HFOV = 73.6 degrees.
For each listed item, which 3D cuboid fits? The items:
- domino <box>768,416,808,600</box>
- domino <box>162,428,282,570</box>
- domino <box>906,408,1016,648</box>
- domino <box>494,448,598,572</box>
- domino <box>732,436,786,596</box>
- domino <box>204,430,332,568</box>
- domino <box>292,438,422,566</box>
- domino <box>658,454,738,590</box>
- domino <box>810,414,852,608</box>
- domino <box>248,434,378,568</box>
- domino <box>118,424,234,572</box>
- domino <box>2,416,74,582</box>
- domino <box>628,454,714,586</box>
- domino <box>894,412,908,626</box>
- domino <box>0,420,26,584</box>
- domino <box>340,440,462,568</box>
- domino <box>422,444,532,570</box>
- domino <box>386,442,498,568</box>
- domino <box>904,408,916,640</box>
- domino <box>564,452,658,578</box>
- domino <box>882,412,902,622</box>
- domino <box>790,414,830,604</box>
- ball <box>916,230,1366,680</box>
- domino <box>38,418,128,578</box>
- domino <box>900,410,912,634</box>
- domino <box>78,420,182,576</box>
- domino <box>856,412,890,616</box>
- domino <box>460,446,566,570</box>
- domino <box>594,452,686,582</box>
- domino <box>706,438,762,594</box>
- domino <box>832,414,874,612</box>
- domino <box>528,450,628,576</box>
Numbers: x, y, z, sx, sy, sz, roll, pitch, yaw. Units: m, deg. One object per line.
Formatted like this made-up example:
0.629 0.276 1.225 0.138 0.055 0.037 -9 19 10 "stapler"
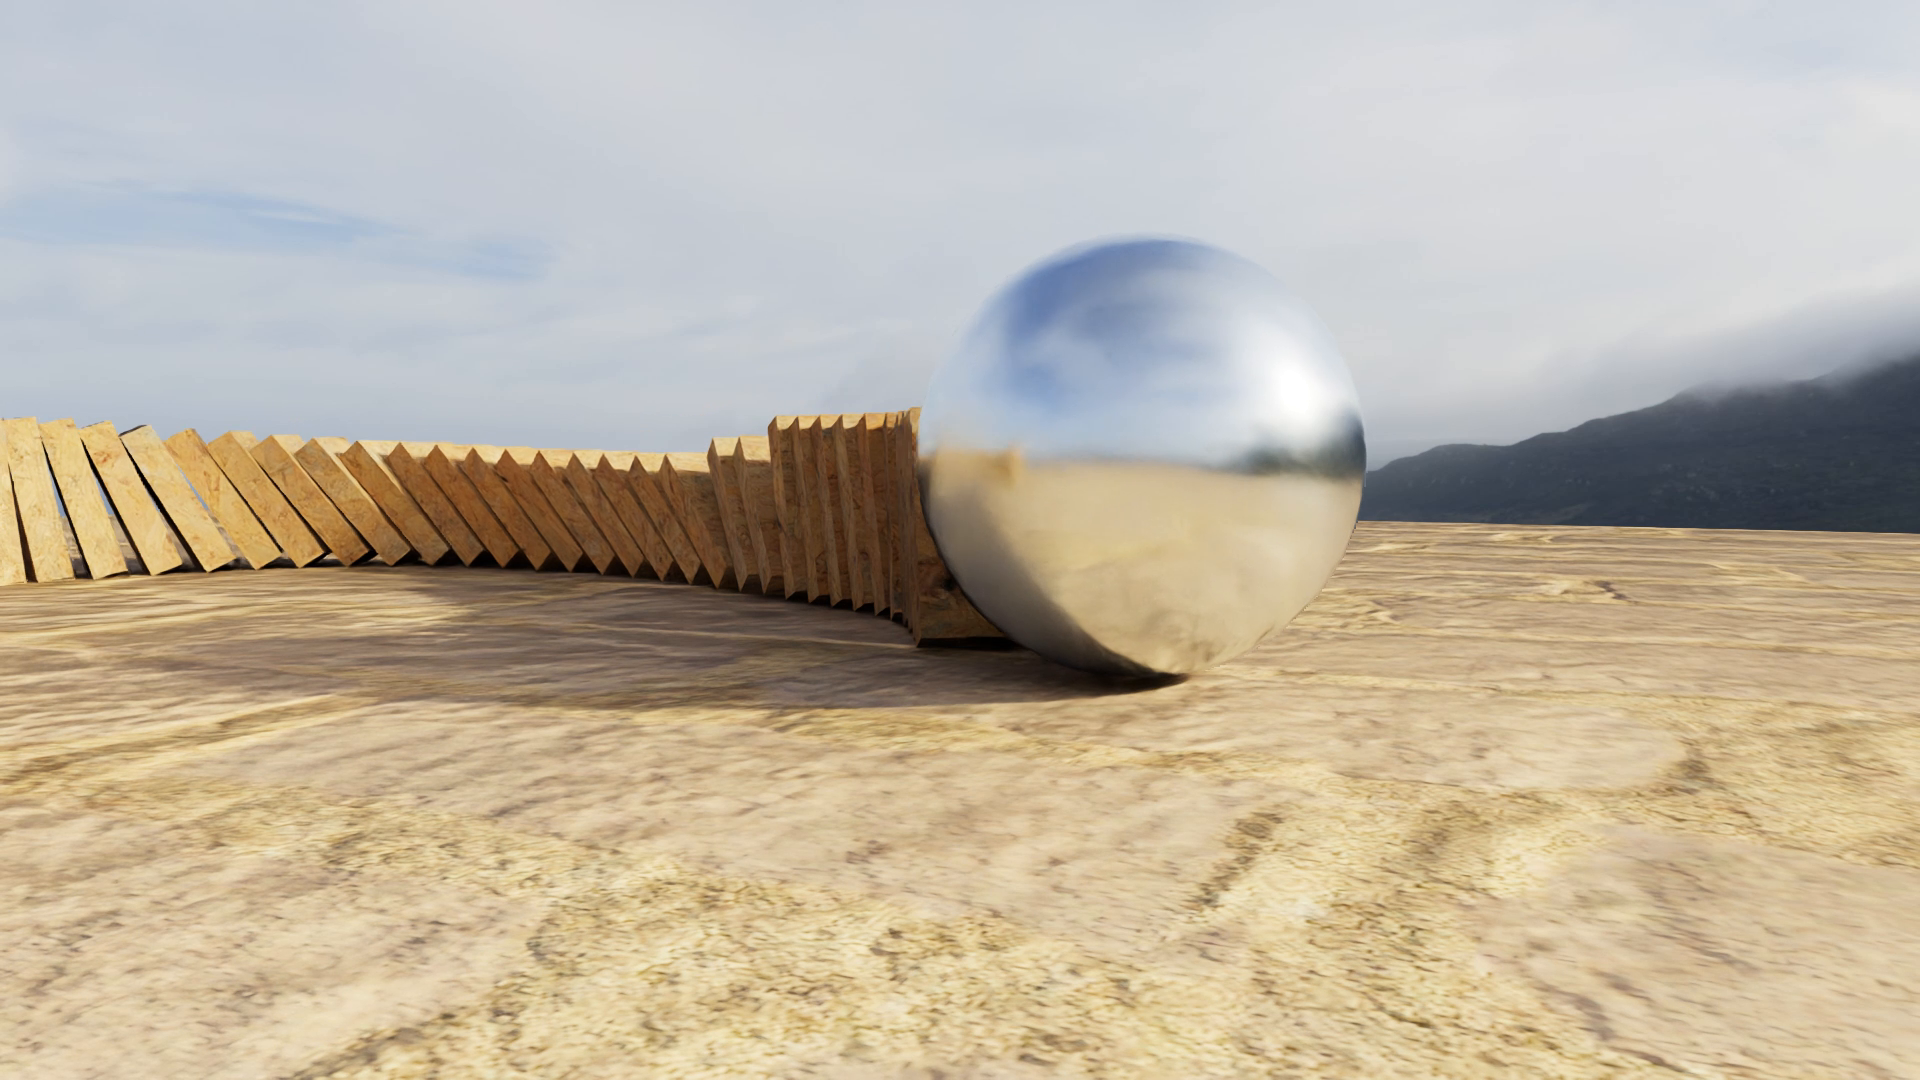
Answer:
-0.038 -0.009 0.357 0.025 0.050 0.010 -2 -15 -25 "domino"
-0.251 -0.014 0.438 0.010 0.050 0.025 -35 19 -21 "domino"
0.002 -0.003 0.273 0.025 0.050 0.010 -1 -16 -9 "domino"
-0.135 -0.011 0.440 0.050 0.010 0.025 48 26 20 "domino"
-0.048 -0.008 0.372 0.025 0.050 0.009 -1 -36 -26 "domino"
-0.238 -0.014 0.446 0.009 0.050 0.025 -35 11 -9 "domino"
-0.210 -0.014 0.454 0.010 0.050 0.025 -40 5 1 "domino"
-0.071 -0.007 0.394 0.025 0.010 0.050 -3 46 -39 "domino"
-0.024 -0.008 0.341 0.025 0.050 0.010 -2 -15 -24 "domino"
-0.224 -0.014 0.451 0.009 0.050 0.025 -38 8 -4 "domino"
-0.262 -0.014 0.428 0.010 0.050 0.025 -35 23 -31 "domino"
-0.292 -0.013 0.401 0.025 0.050 0.010 4 15 44 "domino"
-0.083 -0.007 0.404 0.025 0.010 0.050 -4 46 -42 "domino"
-0.002 -0.005 0.303 0.025 0.050 0.010 -1 -16 -9 "domino"
-0.299 -0.012 0.389 0.025 0.050 0.010 2 10 27 "domino"
-0.194 -0.014 0.456 0.009 0.050 0.025 -41 -2 9 "domino"
-0.164 -0.013 0.452 0.009 0.050 0.025 -46 -14 19 "domino"
-0.178 -0.013 0.456 0.009 0.050 0.025 -43 -10 17 "domino"
0.001 -0.004 0.283 0.025 0.050 0.009 -1 -16 -9 "domino"
-0.107 -0.009 0.424 0.025 0.010 0.050 -5 48 -49 "domino"
-0.005 -0.006 0.312 0.025 0.050 0.010 -1 -16 -9 "domino"
-0.031 -0.009 0.349 0.025 0.050 0.009 -2 -15 -24 "domino"
0.032 -0.015 0.233 0.080 0.080 0.080 0 4 0 "ball"
-0.282 -0.014 0.411 0.009 0.050 0.025 -21 16 -35 "domino"
0.000 -0.005 0.293 0.025 0.050 0.009 -1 -16 -9 "domino"
-0.272 -0.014 0.419 0.010 0.050 0.025 -28 20 -33 "domino"
-0.011 -0.007 0.323 0.025 0.050 0.009 -2 -15 -20 "domino"
-0.149 -0.012 0.447 0.050 0.010 0.025 49 24 17 "domino"
-0.095 -0.008 0.414 0.025 0.009 0.050 -5 47 -47 "domino"
-0.057 -0.008 0.381 0.025 0.050 0.009 -2 -35 -27 "domino"
-0.017 -0.008 0.332 0.025 0.050 0.009 -2 -15 -24 "domino"
-0.121 -0.010 0.432 0.050 0.010 0.025 49 28 22 "domino"
